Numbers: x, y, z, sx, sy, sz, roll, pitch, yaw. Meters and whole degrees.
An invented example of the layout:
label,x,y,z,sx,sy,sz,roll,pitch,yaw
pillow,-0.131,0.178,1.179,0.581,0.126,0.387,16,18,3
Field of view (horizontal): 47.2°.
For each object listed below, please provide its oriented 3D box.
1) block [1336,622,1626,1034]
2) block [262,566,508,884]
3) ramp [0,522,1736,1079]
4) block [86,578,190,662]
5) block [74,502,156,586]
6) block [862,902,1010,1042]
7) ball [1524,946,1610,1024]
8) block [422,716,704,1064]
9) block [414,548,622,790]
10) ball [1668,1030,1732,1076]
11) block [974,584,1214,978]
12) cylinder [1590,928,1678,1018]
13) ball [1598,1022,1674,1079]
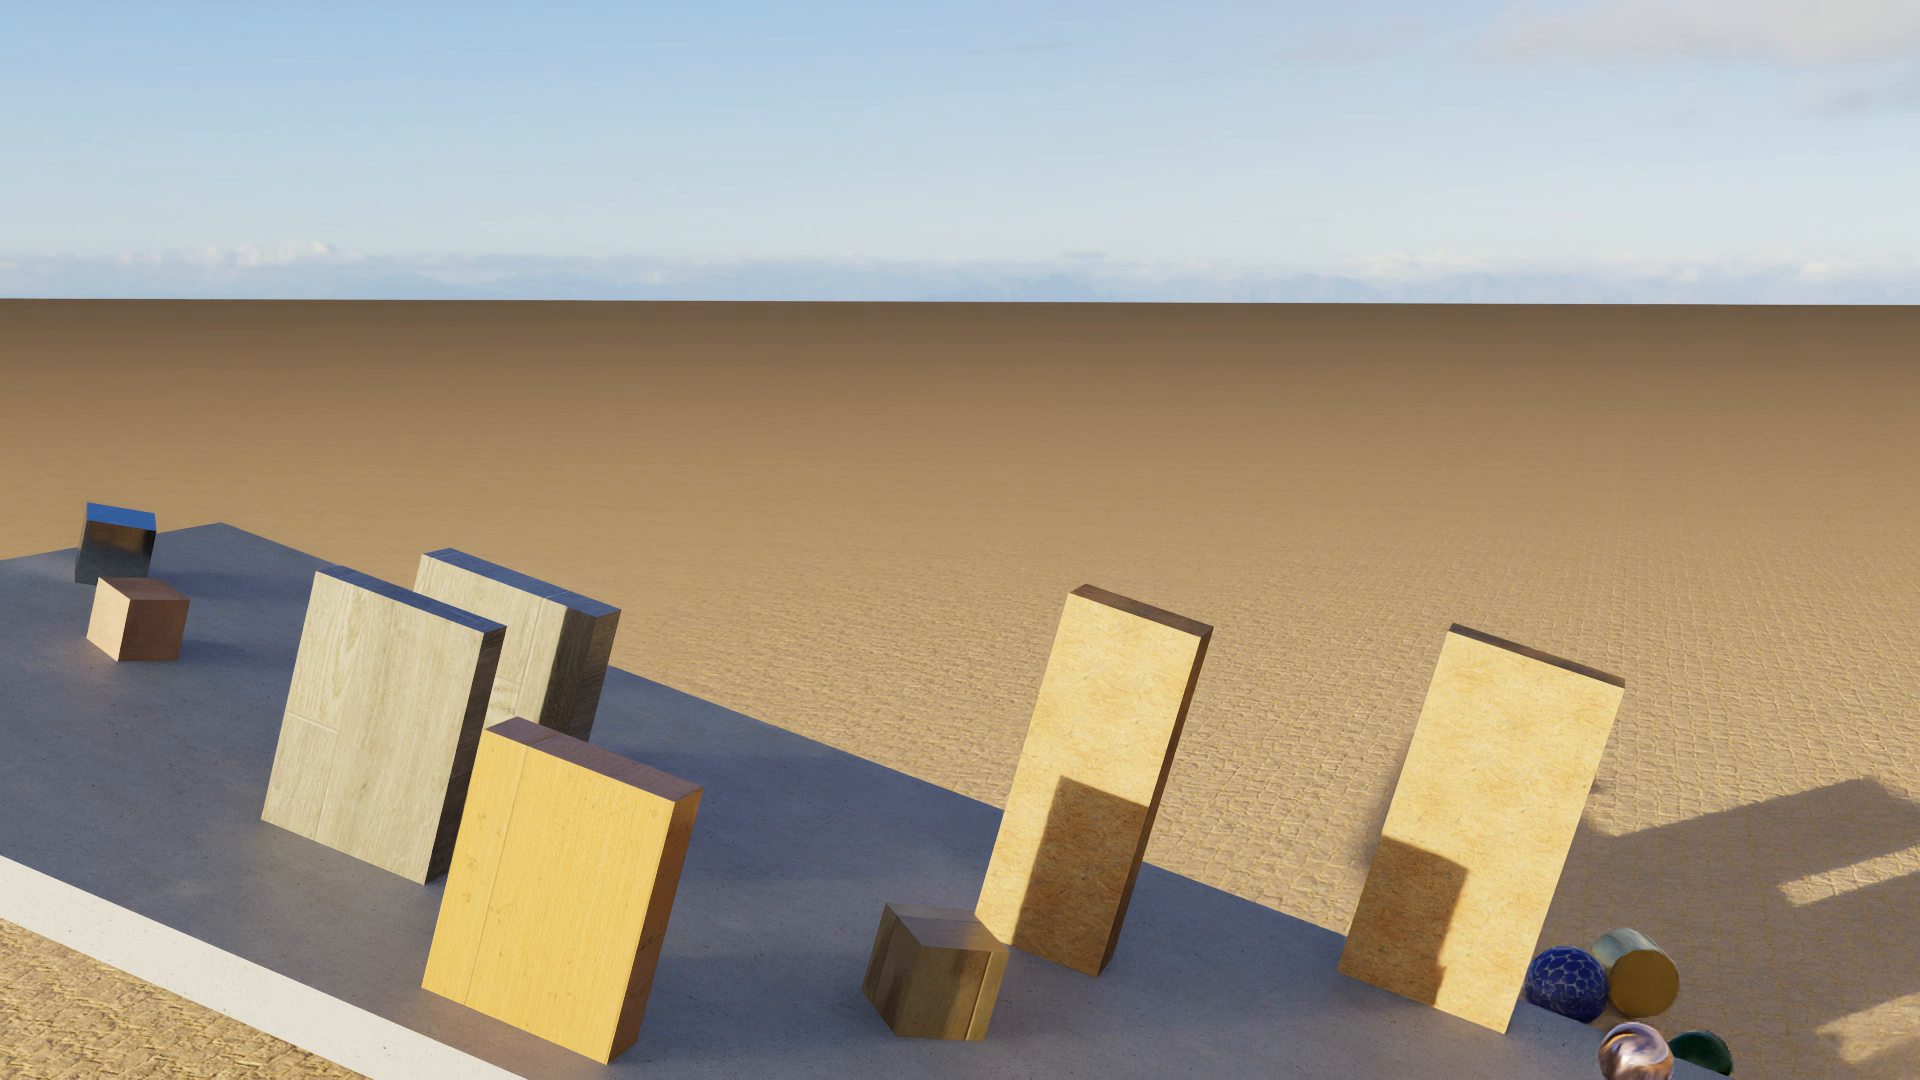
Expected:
label,x,y,z,sx,sy,sz,roll,pitch,yaw
block,1.091,0.603,4.624,0.367,0.774,0.122,19,12,14
block,-1.019,0.324,3.881,0.339,0.471,0.081,19,12,14
ramp,-0.376,0.733,4.239,4.000,0.100,2.000,19,12,14
block,-1.710,0.164,4.578,0.134,0.134,0.134,25,14,38
block,-1.914,0.017,4.982,0.147,0.147,0.147,11,12,-24
block,-0.045,0.760,3.869,0.171,0.171,0.171,10,13,-27
ball,1.492,1.099,5.408,0.202,0.202,0.202,0,7,0
block,-0.623,0.544,3.439,0.333,0.439,0.107,19,12,14
block,-0.914,0.283,4.343,0.390,0.426,0.108,19,12,14
ball,1.659,1.180,4.953,0.149,0.149,0.149,0,7,0
block,0.257,0.469,4.307,0.267,0.708,0.137,19,12,14
cylinder,1.700,1.093,5.557,0.178,0.178,0.178,0,7,1
ball,1.367,1.050,4.451,0.145,0.145,0.145,0,7,0
